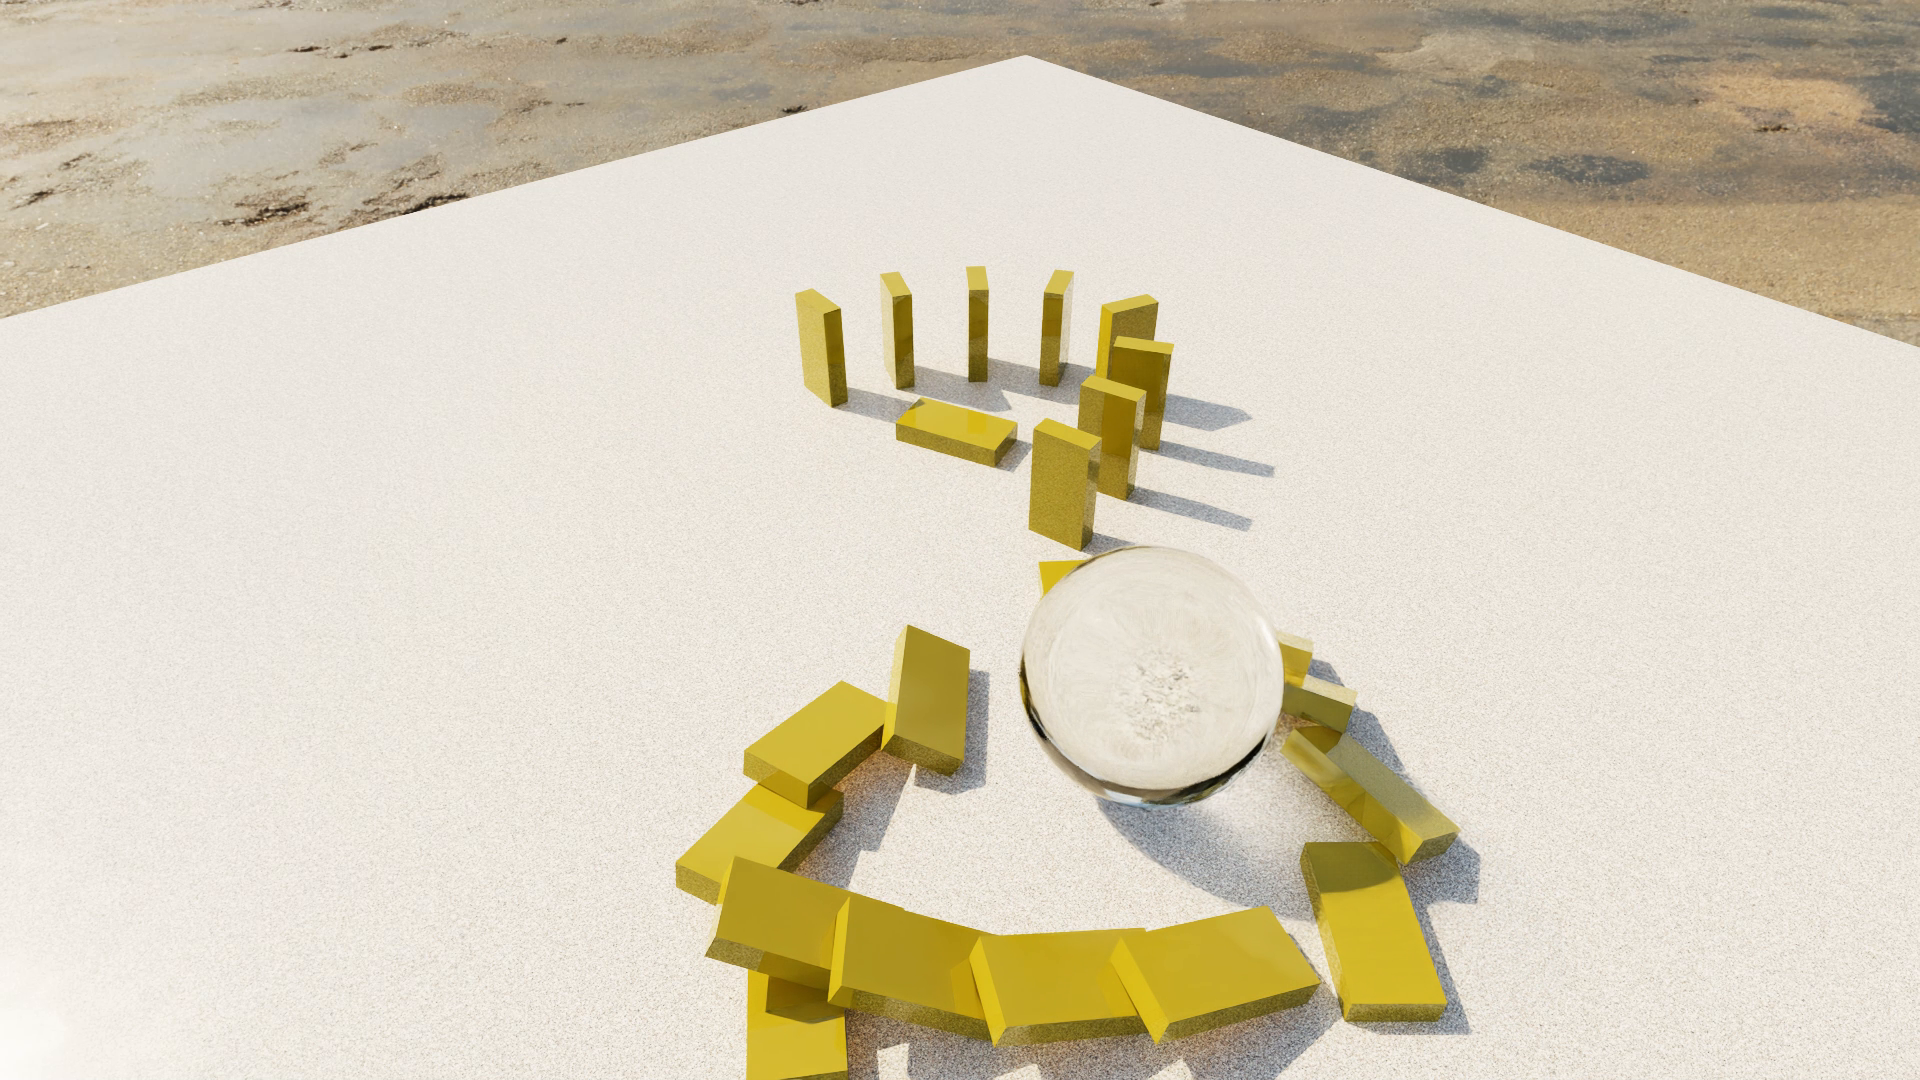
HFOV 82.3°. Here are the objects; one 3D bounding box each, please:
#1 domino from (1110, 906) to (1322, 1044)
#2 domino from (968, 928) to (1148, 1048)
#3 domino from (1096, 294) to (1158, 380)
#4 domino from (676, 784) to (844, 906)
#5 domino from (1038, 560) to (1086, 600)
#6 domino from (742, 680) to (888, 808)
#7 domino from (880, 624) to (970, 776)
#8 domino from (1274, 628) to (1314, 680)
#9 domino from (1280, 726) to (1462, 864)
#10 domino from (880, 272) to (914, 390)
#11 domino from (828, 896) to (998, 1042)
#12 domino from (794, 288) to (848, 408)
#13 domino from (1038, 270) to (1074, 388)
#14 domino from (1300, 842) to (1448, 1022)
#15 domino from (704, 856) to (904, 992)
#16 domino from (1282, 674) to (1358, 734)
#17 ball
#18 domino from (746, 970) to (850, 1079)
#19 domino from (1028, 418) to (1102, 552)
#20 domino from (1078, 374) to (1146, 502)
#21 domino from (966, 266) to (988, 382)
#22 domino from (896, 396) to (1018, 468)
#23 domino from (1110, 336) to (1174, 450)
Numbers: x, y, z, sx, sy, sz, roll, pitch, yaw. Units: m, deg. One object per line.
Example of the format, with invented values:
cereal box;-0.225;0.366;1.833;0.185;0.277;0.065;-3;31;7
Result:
domino;0.068;0.115;0.293;0.050;0.009;0.025;-1;37;-27
domino;0.030;0.117;0.289;0.050;0.009;0.025;5;36;-22
domino;0.078;-0.089;0.520;0.025;0.050;0.010;-17;42;-20
domino;-0.058;0.089;0.327;0.025;0.009;0.050;17;29;20
domino;0.056;0.019;0.420;0.050;0.009;0.025;-2;39;-2
domino;-0.044;0.065;0.355;0.025;0.009;0.050;22;30;24
domino;-0.011;0.053;0.370;0.025;0.010;0.050;24;37;-15
domino;0.099;0.035;0.390;0.050;0.010;0.025;17;10;16
domino;0.126;0.077;0.341;0.025;0.010;0.050;4;30;-42
domino;-0.030;-0.102;0.536;0.009;0.050;0.025;-11;41;-13
domino;-0.008;0.113;0.289;0.050;0.010;0.025;20;37;-15
domino;-0.066;-0.091;0.522;0.010;0.050;0.025;-26;46;-28
domino;0.047;-0.103;0.537;0.009;0.050;0.025;10;40;12
domino;0.115;0.109;0.310;0.025;0.010;0.050;0;39;0
domino;-0.040;0.105;0.294;0.050;0.009;0.025;22;33;-13
domino;0.108;0.050;0.373;0.050;0.009;0.025;18;10;21
ball;0.058;0.041;0.337;0.080;0.080;0.080;0;39;0
domino;-0.044;0.121;0.295;0.025;0.009;0.050;-5;40;-6
domino;0.041;-0.022;0.438;0.025;0.050;0.010;24;45;27
domino;0.062;-0.043;0.463;0.025;0.050;0.010;21;44;23
domino;0.008;-0.106;0.541;0.009;0.050;0.025;-2;39;-2
domino;-0.002;-0.050;0.504;0.050;0.010;0.025;17;42;20
domino;0.080;-0.065;0.491;0.025;0.050;0.010;11;41;13
